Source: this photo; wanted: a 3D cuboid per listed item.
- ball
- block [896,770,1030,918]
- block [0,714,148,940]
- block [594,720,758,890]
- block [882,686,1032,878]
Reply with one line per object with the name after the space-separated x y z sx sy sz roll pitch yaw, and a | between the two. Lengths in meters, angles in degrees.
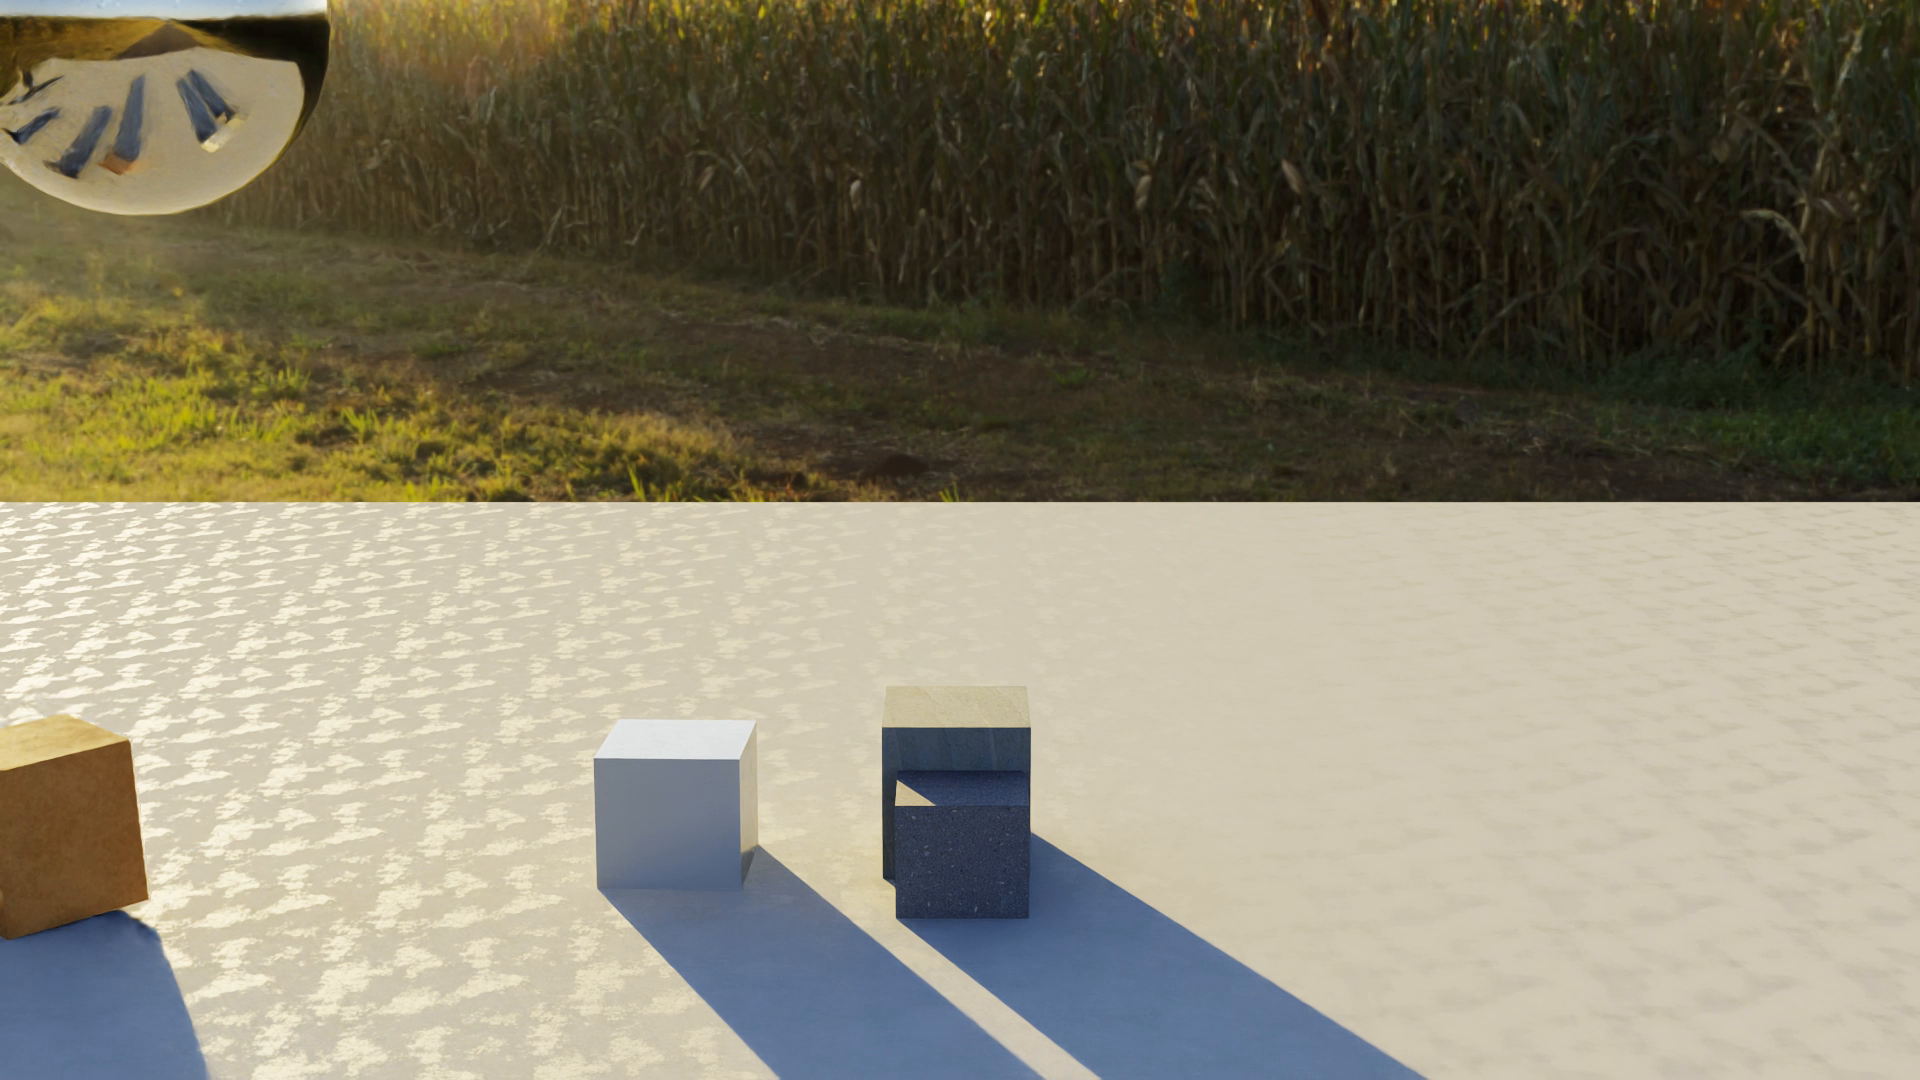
-3.470 -2.165 10.787 1.600 1.600 1.600 0 10 0 | ball
0.009 1.302 11.023 0.560 0.493 0.544 0 10 0 | block
-3.910 1.201 10.872 0.615 0.713 0.621 -14 17 -42 | block
-1.258 1.173 11.468 0.632 0.588 0.678 0 10 2 | block
-0.016 1.088 11.660 0.654 0.687 0.765 0 10 0 | block
